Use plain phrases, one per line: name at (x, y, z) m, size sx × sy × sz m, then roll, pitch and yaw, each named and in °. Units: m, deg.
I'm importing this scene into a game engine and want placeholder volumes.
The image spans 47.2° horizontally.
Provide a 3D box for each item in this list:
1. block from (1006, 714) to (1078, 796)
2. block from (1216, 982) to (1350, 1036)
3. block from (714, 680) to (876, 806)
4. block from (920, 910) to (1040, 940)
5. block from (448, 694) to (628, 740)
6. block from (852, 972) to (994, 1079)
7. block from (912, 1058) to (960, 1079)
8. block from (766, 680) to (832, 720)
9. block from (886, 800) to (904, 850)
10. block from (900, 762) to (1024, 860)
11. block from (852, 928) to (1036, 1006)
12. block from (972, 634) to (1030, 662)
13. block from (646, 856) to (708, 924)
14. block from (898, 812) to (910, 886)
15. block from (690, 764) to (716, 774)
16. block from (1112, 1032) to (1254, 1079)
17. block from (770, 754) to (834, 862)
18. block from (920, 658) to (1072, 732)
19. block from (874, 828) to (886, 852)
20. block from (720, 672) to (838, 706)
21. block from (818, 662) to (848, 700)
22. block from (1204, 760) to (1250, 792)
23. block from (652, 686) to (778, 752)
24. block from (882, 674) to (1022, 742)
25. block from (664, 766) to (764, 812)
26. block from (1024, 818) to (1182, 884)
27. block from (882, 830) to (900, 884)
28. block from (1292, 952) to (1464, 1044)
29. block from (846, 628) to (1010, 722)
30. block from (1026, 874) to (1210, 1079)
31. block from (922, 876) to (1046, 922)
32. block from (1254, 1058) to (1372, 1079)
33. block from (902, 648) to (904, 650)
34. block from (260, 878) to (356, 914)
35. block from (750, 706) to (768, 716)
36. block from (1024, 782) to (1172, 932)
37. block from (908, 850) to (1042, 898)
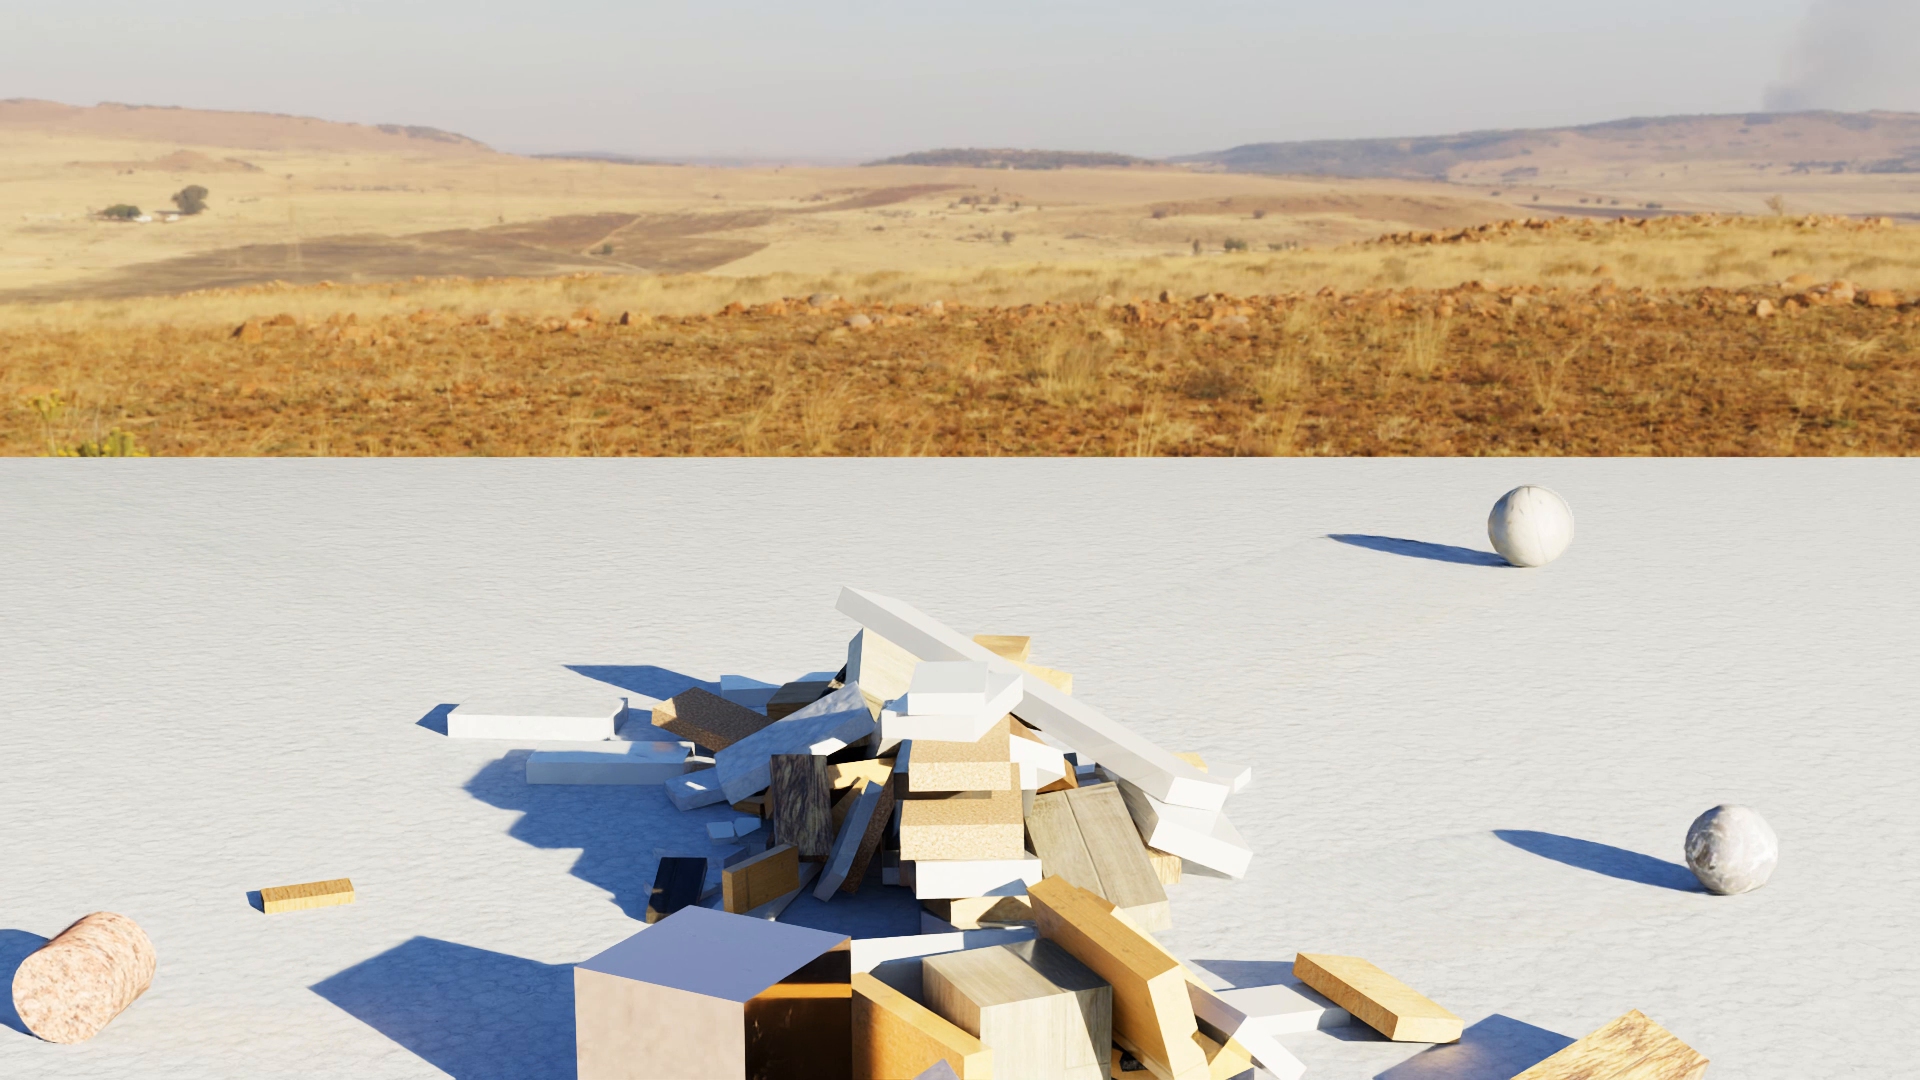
block at (0.067, 0.392, 3.869) m, size 0.165 × 0.047 × 0.330 m, roll -19°, pitch -31°, yaw 19°
block at (0.443, 0.673, 3.146) m, size 0.203 × 0.029 × 0.102 m, roll -3°, pitch 11°, yaw -16°
block at (-0.294, 0.358, 3.900) m, size 0.288 × 0.041 × 0.144 m, roll -27°, pitch 21°, yaw -2°
block at (0.056, 0.587, 3.279) m, size 0.173 × 0.049 × 0.346 m, roll 0°, pitch -5°, yaw -11°
block at (-0.896, 0.377, 4.683) m, size 0.344 × 0.049 × 0.172 m, roll 1°, pitch 11°, yaw 5°
block at (-0.062, 0.673, 2.806) m, size 0.043 × 0.151 × 0.302 m, roll -7°, pitch 13°, yaw -33°
block at (-0.028, 0.707, 2.445) m, size 0.167 × 0.047 × 0.335 m, roll -33°, pitch 18°, yaw -9°
block at (-0.320, 0.340, 4.651) m, size 0.135 × 0.038 × 0.270 m, roll -2°, pitch 5°, yaw 4°
block at (-0.023, 0.462, 3.604) m, size 0.173 × 0.049 × 0.346 m, roll 0°, pitch -15°, yaw -7°
block at (0.005, 0.398, 3.259) m, size 0.173 × 0.049 × 0.346 m, roll -1°, pitch 9°, yaw 1°
block at (-0.122, 0.624, 3.016) m, size 0.448 × 0.167 × 0.047 m, roll -2°, pitch 36°, yaw -11°
block at (0.056, 0.314, 5.053) m, size 0.135 × 0.038 × 0.680 m, roll 2°, pitch 11°, yaw 8°
block at (-0.461, 0.572, 3.589) m, size 0.076 × 0.021 × 0.151 m, roll 0°, pitch 28°, yaw 3°
block at (-0.011, 0.491, 3.498) m, size 0.173 × 0.049 × 0.346 m, roll -1°, pitch -20°, yaw -2°
block at (-0.431, 0.462, 4.287) m, size 0.186 × 0.026 × 0.093 m, roll 0°, pitch 11°, yaw 1°
block at (0.246, 0.675, 2.972) m, size 0.151 × 0.043 × 0.302 m, roll -14°, pitch 10°, yaw -35°
block at (-0.269, 0.455, 3.733) m, size 0.095 × 0.190 × 0.027 m, roll 1°, pitch -34°, yaw -14°
block at (0.051, 0.288, 4.361) m, size 0.307 × 0.043 × 0.153 m, roll 12°, pitch 31°, yaw 22°
block at (-0.170, 0.517, 3.981) m, size 0.102 × 0.029 × 0.204 m, roll 2°, pitch 11°, yaw 11°
block at (-0.401, 0.334, 4.942) m, size 0.270 × 0.038 × 0.135 m, roll -1°, pitch 11°, yaw -8°
block at (-0.114, 0.324, 4.398) m, size 0.307 × 0.043 × 0.153 m, roll 8°, pitch 30°, yaw 19°
block at (0.464, 0.457, 4.310) m, size 0.190 × 0.027 × 0.095 m, roll 5°, pitch 12°, yaw 26°
block at (-0.482, 0.382, 4.500) m, size 0.270 × 0.038 × 0.135 m, roll 19°, pitch 25°, yaw 28°
block at (-0.008, 0.253, 3.373) m, size 0.144 × 0.041 × 0.287 m, roll 1°, pitch 9°, yaw 16°
block at (-0.457, 0.463, 4.183) m, size 0.190 × 0.027 × 0.095 m, roll -13°, pitch 21°, yaw -22°
block at (0.238, 0.531, 3.852) m, size 0.172 × 0.049 × 0.344 m, roll -3°, pitch 11°, yaw -18°
block at (-0.082, 0.543, 3.773) m, size 0.102 × 0.029 × 0.204 m, roll 0°, pitch 10°, yaw -2°
block at (0.594, 0.652, 3.139) m, size 0.119 × 0.034 × 0.238 m, roll 10°, pitch 7°, yaw -29°
block at (-0.058, 0.314, 4.132) m, size 0.346 × 0.049 × 0.173 m, roll 31°, pitch 32°, yaw -21°
block at (0.201, 0.570, 2.853) m, size 0.047 × 0.167 × 0.335 m, roll -23°, pitch 20°, yaw -19°
block at (0.048, 0.548, 3.387) m, size 0.173 × 0.049 × 0.346 m, roll -1°, pitch -5°, yaw -8°
block at (0.446, 0.735, 2.768) m, size 0.151 × 0.043 × 0.302 m, roll 1°, pitch 11°, yaw 7°
block at (-0.181, 0.294, 4.703) m, size 0.135 × 0.038 × 0.270 m, roll -29°, pitch 2°, yaw 5°
block at (-1.076, 0.587, 3.629) m, size 0.142 × 0.020 × 0.071 m, roll -4°, pitch 11°, yaw -22°
block at (-0.418, 0.391, 4.638) m, size 0.270 × 0.038 × 0.135 m, roll -6°, pitch 12°, yaw -28°
block at (0.215, 0.527, 3.624) m, size 0.172 × 0.049 × 0.473 m, roll -10°, pitch 17°, yaw -4°
block at (0.017, 0.483, 3.205) m, size 0.173 × 0.049 × 0.346 m, roll -1°, pitch -5°, yaw -3°
